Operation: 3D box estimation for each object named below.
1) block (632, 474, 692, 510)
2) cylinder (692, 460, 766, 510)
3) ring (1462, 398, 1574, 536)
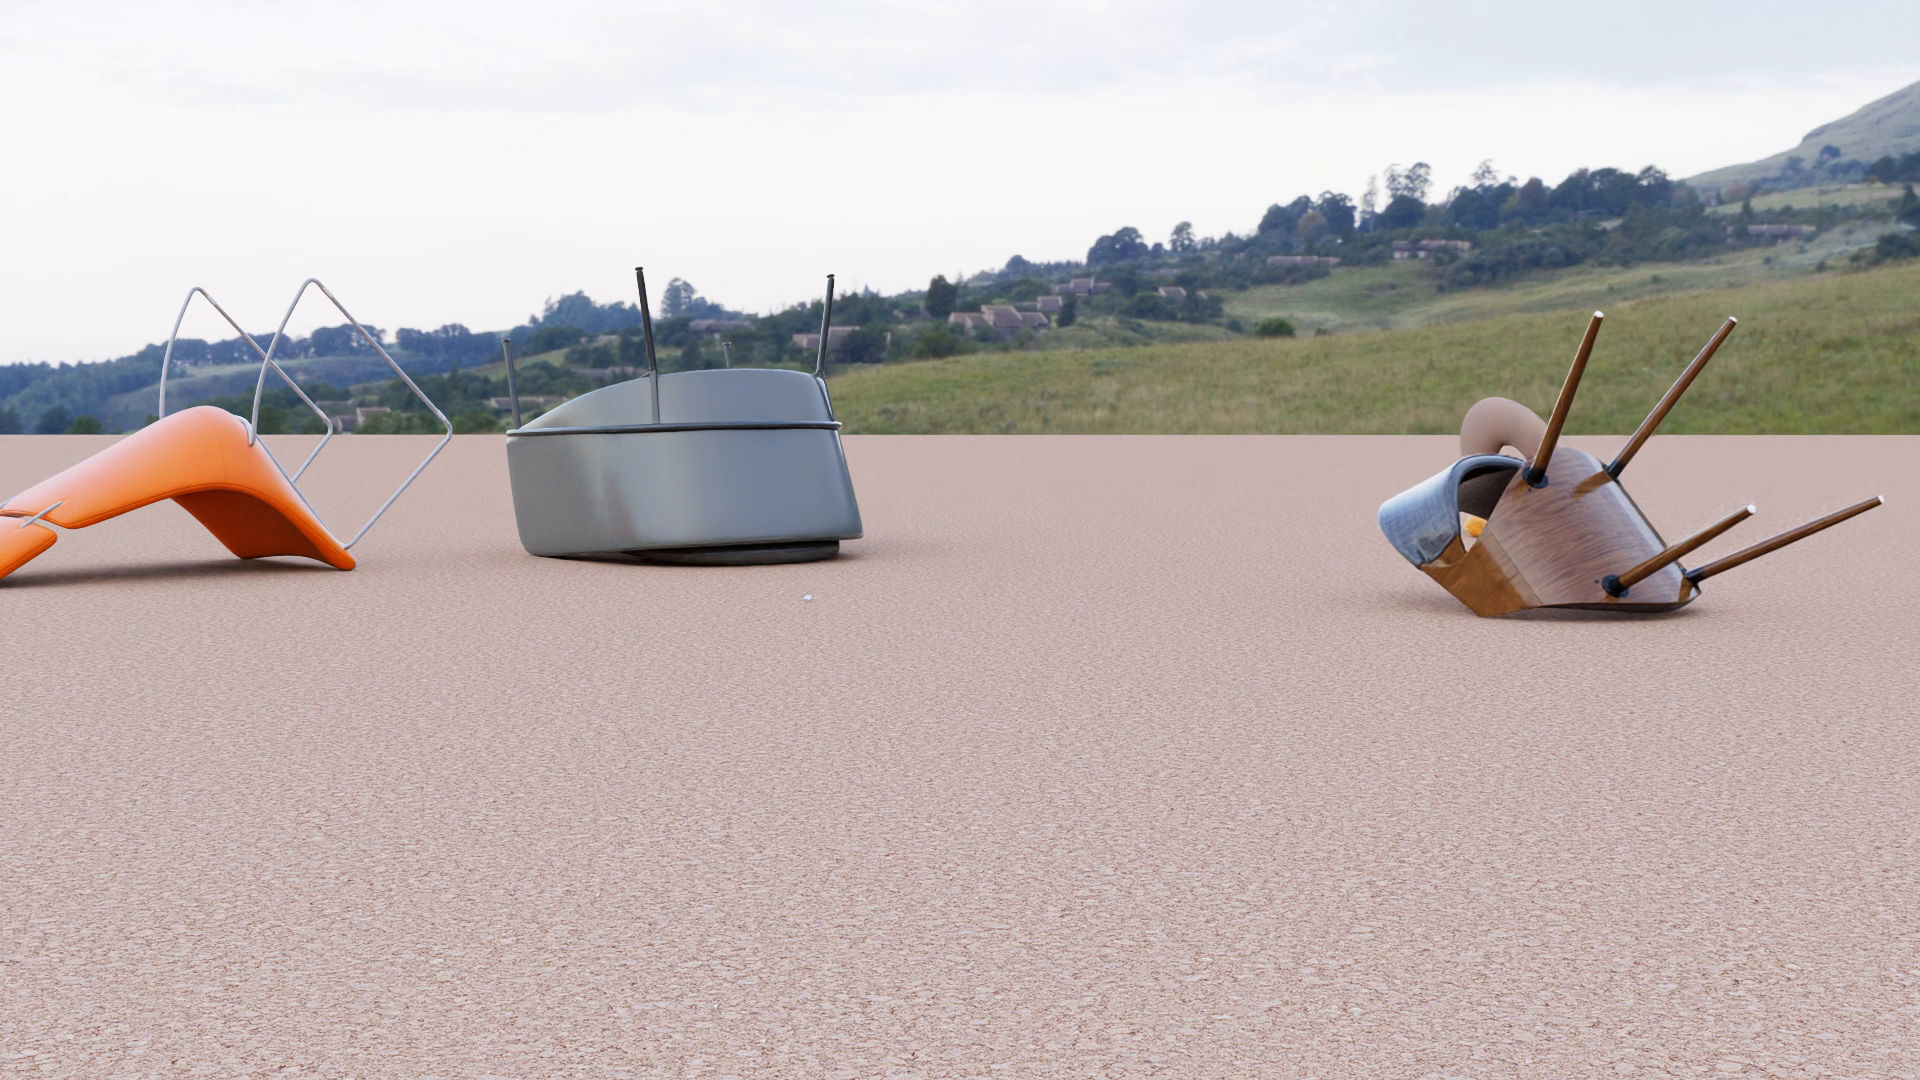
[{"bbox_3d":[-1.119,-0.180,8.260,0.218,0.124,0.114,-1,4,-8],"label":"block"},{"bbox_3d":[-0.869,-0.207,8.258,0.179,0.177,0.226,-4,-2,-43],"label":"cylinder"},{"bbox_3d":[1.711,-0.223,6.760,0.066,0.466,0.436,-27,0,-26],"label":"ring"}]
